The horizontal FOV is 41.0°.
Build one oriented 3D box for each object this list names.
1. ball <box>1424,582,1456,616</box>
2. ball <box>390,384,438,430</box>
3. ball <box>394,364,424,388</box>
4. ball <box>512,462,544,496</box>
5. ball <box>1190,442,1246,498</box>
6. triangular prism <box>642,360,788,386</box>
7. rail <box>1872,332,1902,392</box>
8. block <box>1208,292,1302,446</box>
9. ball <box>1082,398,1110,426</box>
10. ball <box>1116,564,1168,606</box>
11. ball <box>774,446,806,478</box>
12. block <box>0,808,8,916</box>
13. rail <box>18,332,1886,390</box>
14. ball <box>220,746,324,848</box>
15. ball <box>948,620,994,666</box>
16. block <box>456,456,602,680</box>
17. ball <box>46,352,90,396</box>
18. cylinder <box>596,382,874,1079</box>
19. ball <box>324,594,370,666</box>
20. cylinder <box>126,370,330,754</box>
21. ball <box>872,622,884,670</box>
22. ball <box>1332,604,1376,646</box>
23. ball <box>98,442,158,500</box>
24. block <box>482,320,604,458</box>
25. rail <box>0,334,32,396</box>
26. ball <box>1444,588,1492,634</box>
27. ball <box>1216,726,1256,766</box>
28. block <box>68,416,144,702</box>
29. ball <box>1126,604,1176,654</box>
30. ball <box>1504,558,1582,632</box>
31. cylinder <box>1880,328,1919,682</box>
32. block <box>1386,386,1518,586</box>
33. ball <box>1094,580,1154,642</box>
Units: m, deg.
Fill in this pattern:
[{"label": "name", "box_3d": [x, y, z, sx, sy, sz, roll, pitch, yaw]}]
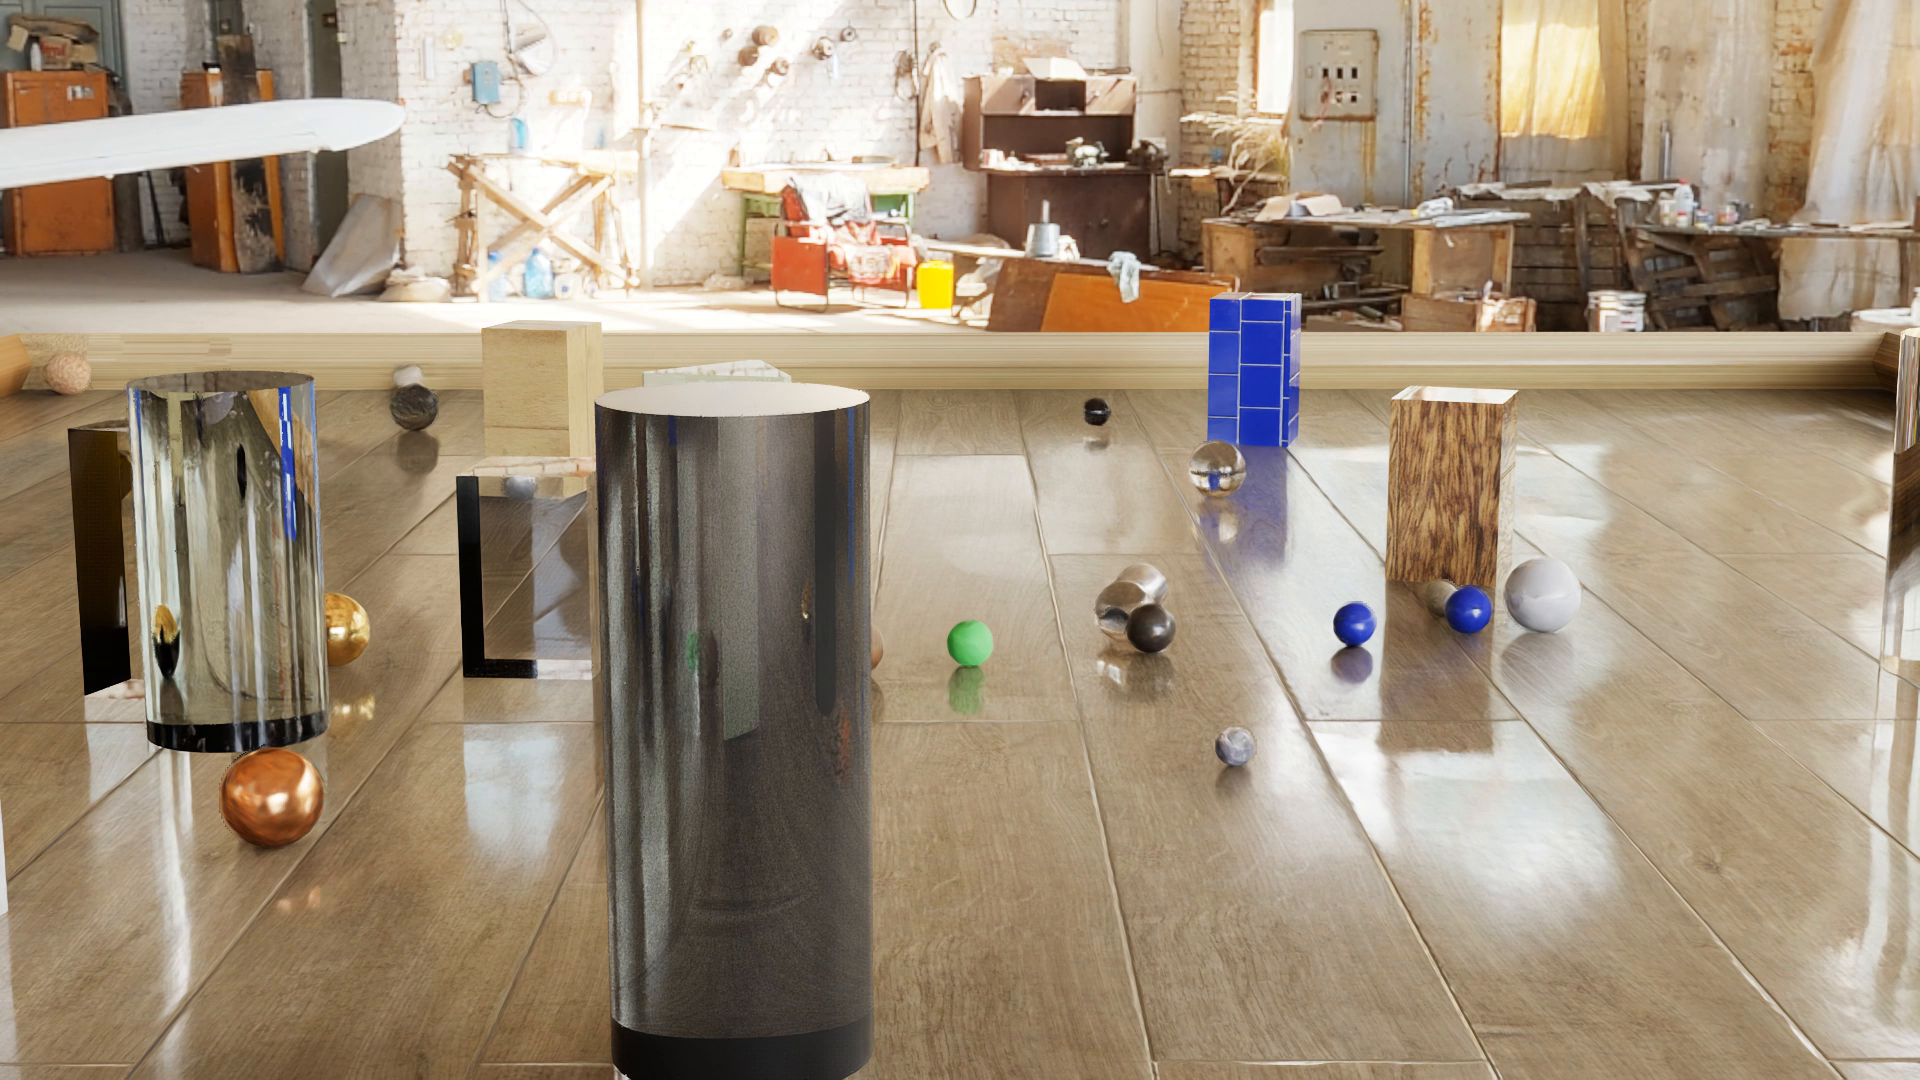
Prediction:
[{"label": "ball", "box_3d": [0.644, 0.079, 3.426, 0.047, 0.047, 0.047, 0, 10, 0]}, {"label": "ball", "box_3d": [-1.098, -0.267, 5.163, 0.095, 0.095, 0.095, 0, 10, 0]}, {"label": "ball", "box_3d": [-1.237, -0.362, 5.752, 0.067, 0.067, 0.067, 0, 10, 0]}, {"label": "ball", "box_3d": [-0.740, -0.105, 4.394, 0.056, 0.056, 0.056, 0, 10, 0]}, {"label": "ball", "box_3d": [0.438, -0.119, 4.359, 0.097, 0.097, 0.097, 0, 10, 0]}, {"label": "triangular prism", "box_3d": [-0.253, -0.004, 2.938, 0.170, 0.389, 0.147, 2, 11, 13]}, {"label": "rail", "box_3d": [2.093, 0.031, 3.461, 0.045, 0.128, 4.822, 0, 10, 0]}, {"label": "block", "box_3d": [0.577, -0.336, 5.023, 0.157, 0.282, 0.157, 3, 11, 14]}, {"label": "ball", "box_3d": [0.279, -0.261, 5.233, 0.058, 0.058, 0.058, 0, 10, 0]}, {"label": "ball", "box_3d": [0.242, 0.066, 3.431, 0.071, 0.071, 0.071, 0, 10, 0]}, {"label": "ball", "box_3d": [-0.302, -0.139, 4.568, 0.060, 0.060, 0.060, 0, 10, 0]}, {"label": "block", "box_3d": [-0.917, 0.172, 2.139, 0.157, 0.333, 0.157, 1, 11, 6]}, {"label": "rail", "box_3d": [-0.014, -0.402, 5.796, 4.234, 0.128, 0.045, 0, 10, 0]}, {"label": "ball", "box_3d": [-0.647, 0.242, 2.415, 0.095, 0.095, 0.095, 0, 10, 0]}, {"label": "ball", "box_3d": [0.013, 0.126, 3.144, 0.057, 0.057, 0.057, 0, 10, 0]}, {"label": "block", "box_3d": [-0.514, 0.032, 3.137, 0.157, 0.246, 0.157, 1, 11, 4]}, {"label": "ball", "box_3d": [-1.991, -0.370, 5.723, 0.094, 0.094, 0.094, 0, 10, 0]}, {"label": "cylinder", "box_3d": [-0.163, 0.140, 1.880, 0.197, 0.491, 0.197, 0, 10, 0]}, {"label": "ball", "box_3d": [-0.767, 0.110, 3.140, 0.090, 0.090, 0.090, 0, 10, 0]}, {"label": "cylinder", "box_3d": [-0.799, 0.019, 2.811, 0.197, 0.389, 0.197, 0, 10, 0]}, {"label": "ball", "box_3d": [-0.127, 0.128, 3.095, 0.072, 0.072, 0.072, 0, 10, 0]}, {"label": "ball", "box_3d": [0.500, 0.107, 3.255, 0.054, 0.054, 0.054, 0, 10, 0]}, {"label": "ball", "box_3d": [-1.410, -0.117, 4.350, 0.096, 0.096, 0.096, 0, 10, 0]}, {"label": "block", "box_3d": [-0.725, -0.235, 4.478, 0.157, 0.282, 0.157, 3, 11, 14]}, {"label": "rail", "box_3d": [-2.093, 0.035, 3.437, 0.045, 0.128, 4.822, 0, 10, 0]}, {"label": "ball", "box_3d": [0.657, 0.092, 3.320, 0.061, 0.061, 0.061, 0, 10, 0]}, {"label": "ball", "box_3d": [0.289, 0.217, 2.696, 0.042, 0.042, 0.042, 0, 10, 0]}, {"label": "block", "box_3d": [-0.924, 0.018, 3.019, 0.157, 0.315, 0.157, 3, 11, 17]}, {"label": "ball", "box_3d": [0.239, 0.111, 3.214, 0.062, 0.062, 0.062, 0, 10, 0]}, {"label": "ball", "box_3d": [0.756, 0.071, 3.328, 0.098, 0.098, 0.098, 0, 10, 0]}, {"label": "cylinder", "box_3d": [1.223, -0.042, 3.086, 0.197, 0.410, 0.197, 0, 10, 0]}, {"label": "block", "box_3d": [0.710, -0.080, 3.700, 0.157, 0.261, 0.157, 4, 11, 19]}, {"label": "ball", "box_3d": [0.210, 0.091, 3.276, 0.079, 0.079, 0.079, 0, 10, 0]}]
